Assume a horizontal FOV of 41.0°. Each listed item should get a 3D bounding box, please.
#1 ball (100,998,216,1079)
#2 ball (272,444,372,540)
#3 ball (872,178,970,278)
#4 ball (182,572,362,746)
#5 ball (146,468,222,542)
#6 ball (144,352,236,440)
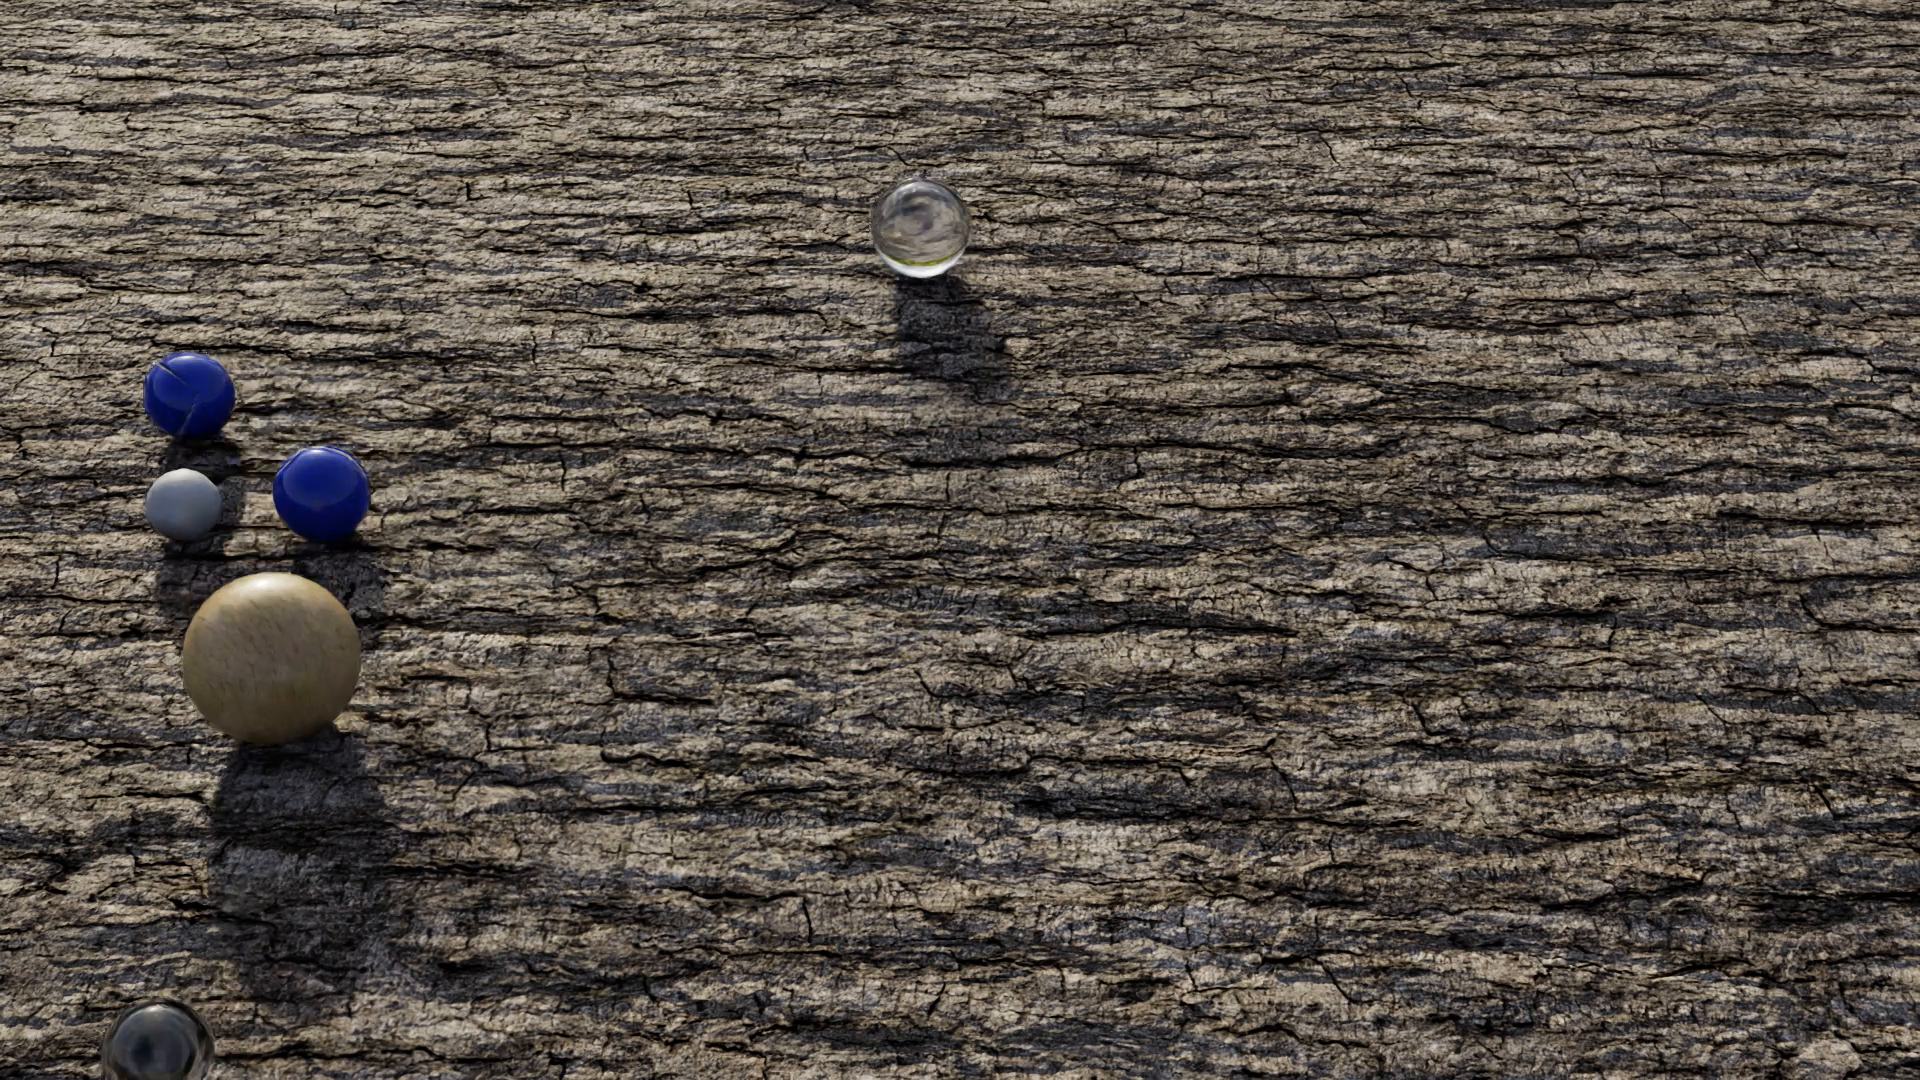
[{"bbox_3d":[-0.373,0.239,1.193,0.051,0.051,0.051,0,37,0],"label":"ball"},{"bbox_3d":[-0.383,-0.028,1.541,0.058,0.058,0.058,0,37,0],"label":"ball"},{"bbox_3d":[-0.027,-0.216,1.780,0.069,0.069,0.069,0,37,0],"label":"ball"},{"bbox_3d":[-0.372,0.064,1.389,0.094,0.094,0.094,0,37,0],"label":"ball"},{"bbox_3d":[-0.467,-0.021,1.543,0.044,0.044,0.044,0,37,0],"label":"ball"},{"bbox_3d":[-0.488,-0.091,1.626,0.056,0.056,0.056,0,37,0],"label":"ball"}]
